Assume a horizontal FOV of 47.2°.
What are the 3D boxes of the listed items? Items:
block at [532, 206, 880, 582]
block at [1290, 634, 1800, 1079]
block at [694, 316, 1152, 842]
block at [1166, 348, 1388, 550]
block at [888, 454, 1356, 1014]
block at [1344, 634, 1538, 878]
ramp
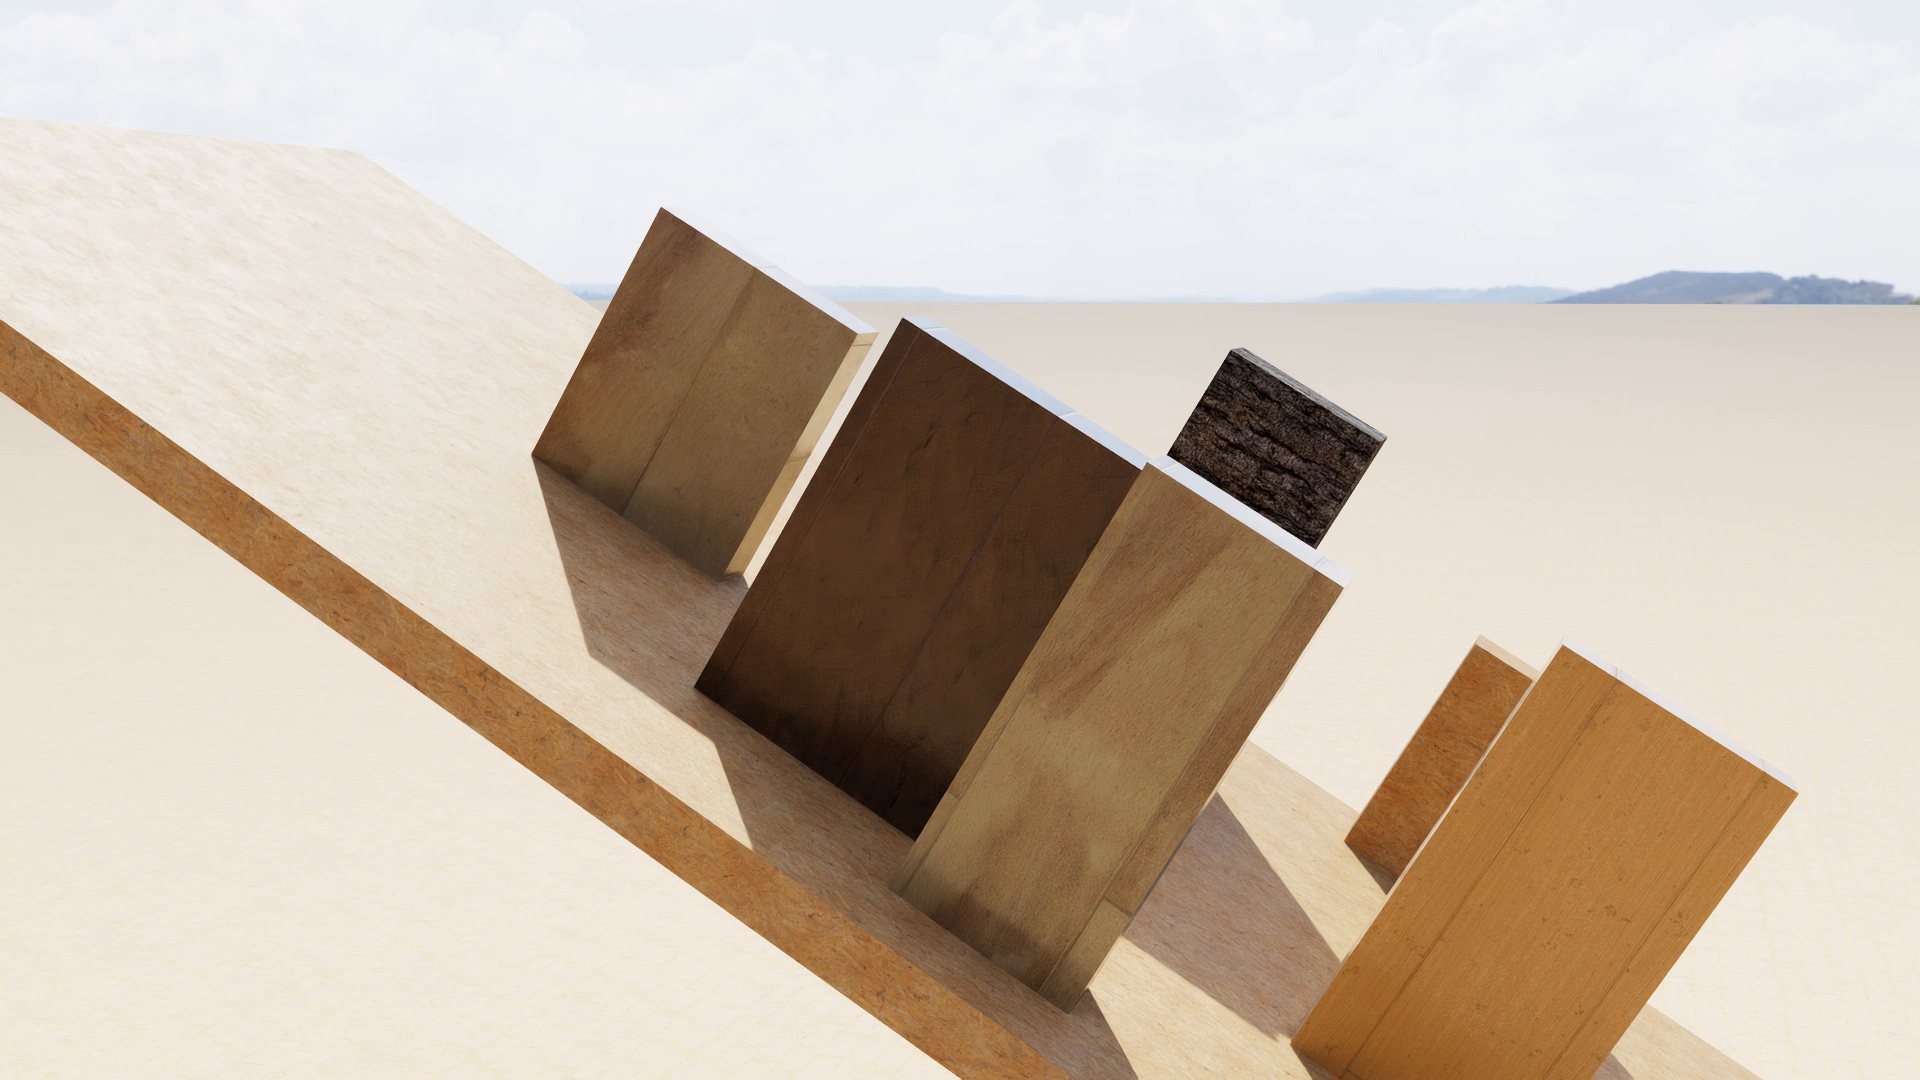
[{"bbox_3d":[-0.476,-0.270,4.068,0.441,0.534,0.116,33,15,11],"label":"block"},{"bbox_3d":[0.897,0.586,3.428,0.401,0.780,0.095,33,15,11],"label":"block"},{"bbox_3d":[-0.058,0.062,3.467,0.445,0.694,0.119,33,15,11],"label":"block"},{"bbox_3d":[0.508,0.033,4.494,0.346,0.781,0.147,33,15,11],"label":"block"},{"bbox_3d":[0.227,0.283,3.185,0.322,0.748,0.127,33,15,11],"label":"block"},{"bbox_3d":[1.111,0.521,4.599,0.387,0.507,0.131,33,15,11],"label":"block"},{"bbox_3d":[-0.168,0.276,4.119,4.000,0.100,2.000,33,15,11],"label":"ramp"}]
